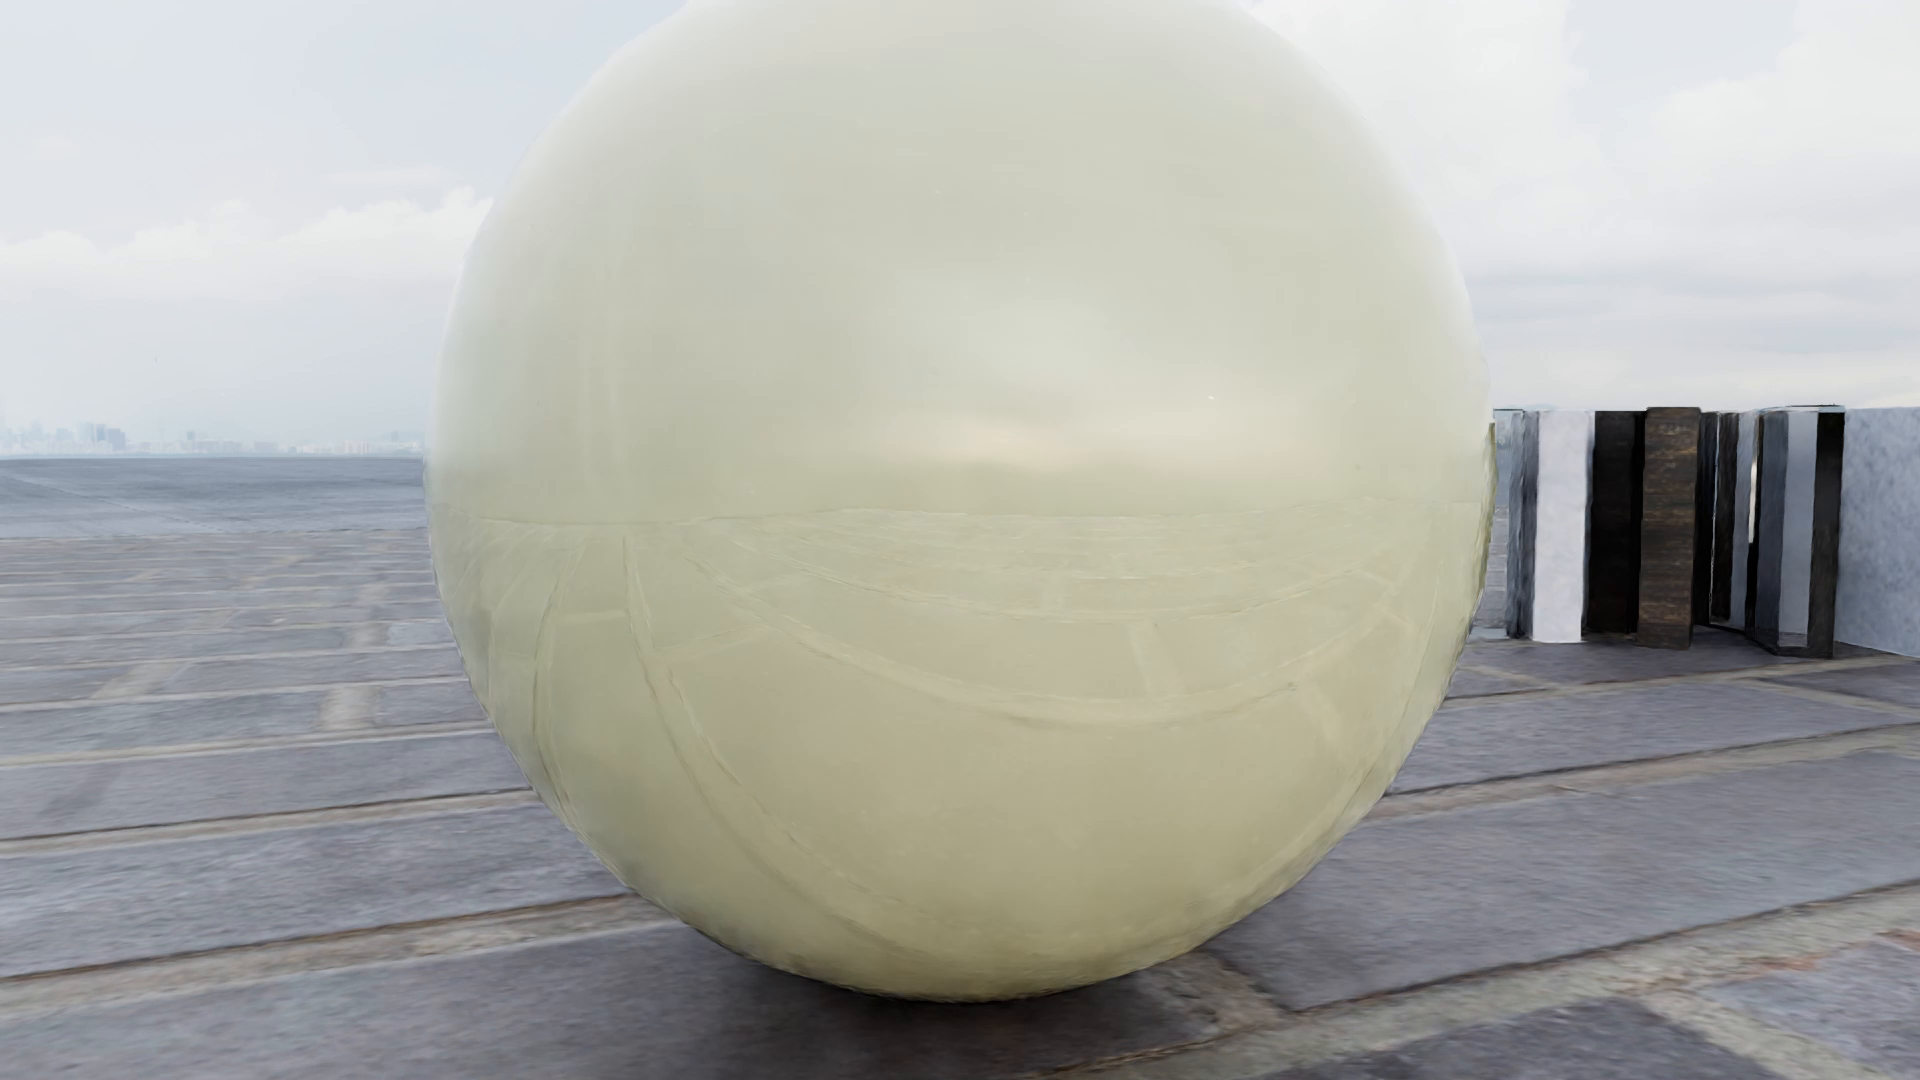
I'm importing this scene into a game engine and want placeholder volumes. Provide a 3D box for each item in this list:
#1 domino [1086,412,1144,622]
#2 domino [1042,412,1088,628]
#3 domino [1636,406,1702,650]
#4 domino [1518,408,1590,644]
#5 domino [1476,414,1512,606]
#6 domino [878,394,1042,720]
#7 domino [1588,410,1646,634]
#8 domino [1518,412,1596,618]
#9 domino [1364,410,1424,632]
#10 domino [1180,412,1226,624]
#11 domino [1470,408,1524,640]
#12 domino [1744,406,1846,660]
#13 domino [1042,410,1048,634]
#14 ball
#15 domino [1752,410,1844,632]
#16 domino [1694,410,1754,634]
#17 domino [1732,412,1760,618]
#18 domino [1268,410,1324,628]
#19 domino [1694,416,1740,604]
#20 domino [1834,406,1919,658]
[{"bbox_3d":[0.038,-0.006,0.317,0.009,0.050,0.025,0,4,-6],"label":"domino"},{"bbox_3d":[0.018,-0.006,0.308,0.009,0.050,0.025,-4,6,-45],"label":"domino"},{"bbox_3d":[0.153,-0.003,0.276,0.009,0.050,0.025,3,5,31],"label":"domino"},{"bbox_3d":[0.132,-0.004,0.285,0.010,0.050,0.025,1,4,17],"label":"domino"},{"bbox_3d":[0.150,-0.008,0.336,0.025,0.050,0.010,3,5,34],"label":"domino"},{"bbox_3d":[0.000,0.002,0.201,0.025,0.050,0.010,0,4,0],"label":"domino"},{"bbox_3d":[0.158,-0.005,0.296,0.025,0.050,0.010,-2,5,-30],"label":"domino"},{"bbox_3d":[0.148,-0.006,0.314,0.025,0.050,0.009,-1,4,-15],"label":"domino"},{"bbox_3d":[0.102,-0.005,0.300,0.009,0.050,0.025,2,5,25],"label":"domino"},{"bbox_3d":[0.060,-0.006,0.316,0.010,0.050,0.025,1,4,13],"label":"domino"},{"bbox_3d":[0.122,-0.004,0.291,0.010,0.050,0.025,2,5,24],"label":"domino"},{"bbox_3d":[0.172,-0.002,0.265,0.010,0.050,0.025,1,5,18],"label":"domino"},{"bbox_3d":[0.006,-0.004,0.289,0.025,0.050,0.009,2,5,20],"label":"domino"},{"bbox_3d":[0.000,-0.005,0.103,0.080,0.080,0.080,0,4,0],"label":"ball"},{"bbox_3d":[0.198,-0.005,0.294,0.010,0.050,0.025,-3,5,-37],"label":"domino"},{"bbox_3d":[0.179,-0.004,0.290,0.009,0.050,0.025,0,4,-4],"label":"domino"},{"bbox_3d":[0.205,-0.006,0.314,0.025,0.050,0.010,0,4,-1],"label":"domino"},{"bbox_3d":[0.081,-0.006,0.309,0.010,0.050,0.025,2,5,20],"label":"domino"},{"bbox_3d":[0.207,-0.009,0.351,0.010,0.050,0.025,3,5,35],"label":"domino"},{"bbox_3d":[0.195,-0.002,0.264,0.009,0.050,0.025,0,4,-3],"label":"domino"}]
